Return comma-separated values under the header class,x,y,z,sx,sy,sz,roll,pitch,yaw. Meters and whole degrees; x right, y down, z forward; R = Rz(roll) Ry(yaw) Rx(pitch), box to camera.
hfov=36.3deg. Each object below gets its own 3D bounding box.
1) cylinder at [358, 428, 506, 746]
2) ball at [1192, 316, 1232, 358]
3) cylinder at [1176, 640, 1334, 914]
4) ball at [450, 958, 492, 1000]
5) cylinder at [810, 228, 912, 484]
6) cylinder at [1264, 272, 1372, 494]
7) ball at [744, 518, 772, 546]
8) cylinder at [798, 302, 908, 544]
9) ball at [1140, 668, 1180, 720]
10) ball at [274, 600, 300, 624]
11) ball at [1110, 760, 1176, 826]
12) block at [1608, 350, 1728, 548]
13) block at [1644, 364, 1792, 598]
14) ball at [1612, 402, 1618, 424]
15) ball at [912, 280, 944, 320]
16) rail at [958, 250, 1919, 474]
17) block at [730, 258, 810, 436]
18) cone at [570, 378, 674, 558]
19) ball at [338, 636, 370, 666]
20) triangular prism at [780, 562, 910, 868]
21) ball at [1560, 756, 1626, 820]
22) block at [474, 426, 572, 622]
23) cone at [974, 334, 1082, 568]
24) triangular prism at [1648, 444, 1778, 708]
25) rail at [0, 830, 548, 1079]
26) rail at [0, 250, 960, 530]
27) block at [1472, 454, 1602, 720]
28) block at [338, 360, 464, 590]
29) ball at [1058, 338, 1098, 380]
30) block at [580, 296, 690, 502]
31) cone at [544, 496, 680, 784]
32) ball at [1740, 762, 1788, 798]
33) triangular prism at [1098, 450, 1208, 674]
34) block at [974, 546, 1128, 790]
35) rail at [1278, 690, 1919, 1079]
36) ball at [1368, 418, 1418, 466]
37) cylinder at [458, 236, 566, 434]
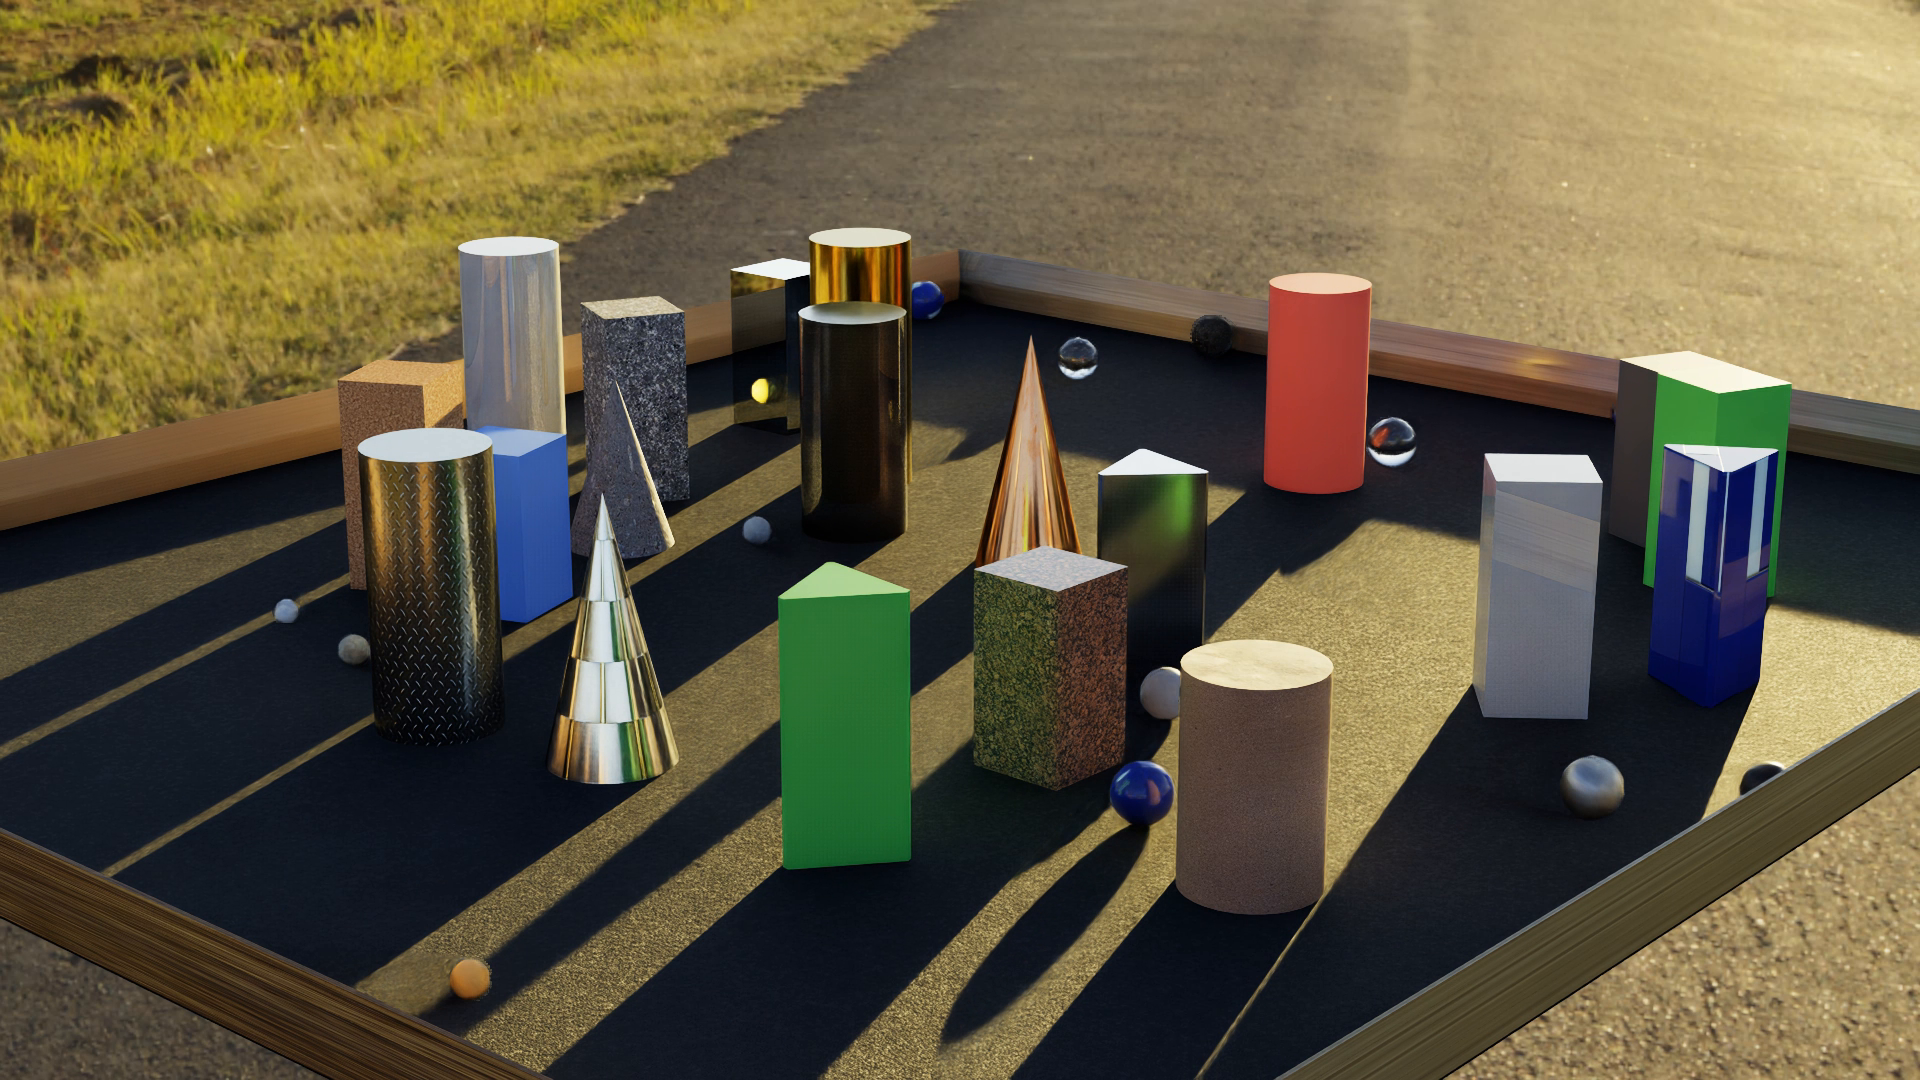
class,x,y,z,sx,sy,sz,roll,pitch,yaw
cylinder,-0.800,0.070,4.453,0.199,0.444,0.199,0,17,0
ball,0.591,-0.475,6.867,0.096,0.096,0.096,0,17,0
cylinder,0.388,0.312,3.880,0.199,0.311,0.199,0,17,0
ball,-0.598,0.537,3.585,0.050,0.050,0.050,0,17,0
cylinder,-0.195,-0.356,5.786,0.199,0.490,0.199,0,17,0
cylinder,0.705,-0.311,5.794,0.199,0.400,0.199,0,17,0
ball,-0.375,-0.017,5.420,0.052,0.052,0.052,0,17,0
cylinder,-0.198,-0.221,5.470,0.199,0.415,0.199,0,17,0
ball,0.318,0.237,4.527,0.081,0.081,0.081,0,17,0
ball,-1.144,0.121,4.982,0.041,0.041,0.041,0,17,0
ball,0.256,0.356,4.115,0.092,0.092,0.092,0,17,0
block,1.322,-0.162,5.416,0.159,0.334,0.159,-8,18,-24
block,1.318,-0.095,5.109,0.159,0.383,0.159,-8,19,-25
ball,1.419,-0.267,6.214,0.073,0.073,0.073,0,17,0
ball,-0.089,-0.594,7.258,0.098,0.098,0.098,0,17,0
rail,1.204,-0.368,6.447,3.242,0.129,0.045,14,22,39
block,-0.372,-0.412,6.242,0.159,0.336,0.159,14,22,38
cone,-0.629,-0.146,5.391,0.199,0.316,0.199,0,17,0
ball,-0.986,0.180,4.769,0.051,0.051,0.051,0,17,0
triangular prism,-0.165,0.236,4.005,0.172,0.385,0.149,-3,17,-10
ball,0.893,0.350,4.139,0.090,0.090,0.090,0,17,0
block,-0.781,-0.029,5.043,0.159,0.293,0.159,7,18,21
cone,0.126,-0.161,5.253,0.199,0.424,0.199,0,17,0
triangular prism,1.169,0.047,4.636,0.149,0.383,0.172,14,22,38
rail,-1.204,0.432,3.792,3.242,0.129,0.045,14,22,39
rail,-1.206,-0.270,6.122,0.045,0.129,3.720,14,22,39
block,0.895,0.071,4.561,0.159,0.380,0.159,1,17,3
block,-0.978,-0.112,5.171,0.159,0.378,0.159,4,17,14
ball,0.268,-0.412,6.660,0.094,0.094,0.094,0,17,0
block,-0.632,-0.270,5.708,0.159,0.372,0.159,-7,18,-23
cone,-0.519,0.129,4.310,0.199,0.413,0.199,0,17,0
ball,1.143,0.354,4.141,0.081,0.081,0.081,0,17,0
triangular prism,0.302,0.034,4.757,0.172,0.337,0.149,-1,17,-4
block,0.133,0.186,4.312,0.159,0.303,0.159,14,22,39
rail,1.206,0.334,4.117,0.045,0.129,3.720,14,22,39
ball,0.875,-0.198,5.939,0.099,0.099,0.099,0,17,0
cylinder,-0.902,-0.373,5.919,0.199,0.447,0.199,0,17,0
